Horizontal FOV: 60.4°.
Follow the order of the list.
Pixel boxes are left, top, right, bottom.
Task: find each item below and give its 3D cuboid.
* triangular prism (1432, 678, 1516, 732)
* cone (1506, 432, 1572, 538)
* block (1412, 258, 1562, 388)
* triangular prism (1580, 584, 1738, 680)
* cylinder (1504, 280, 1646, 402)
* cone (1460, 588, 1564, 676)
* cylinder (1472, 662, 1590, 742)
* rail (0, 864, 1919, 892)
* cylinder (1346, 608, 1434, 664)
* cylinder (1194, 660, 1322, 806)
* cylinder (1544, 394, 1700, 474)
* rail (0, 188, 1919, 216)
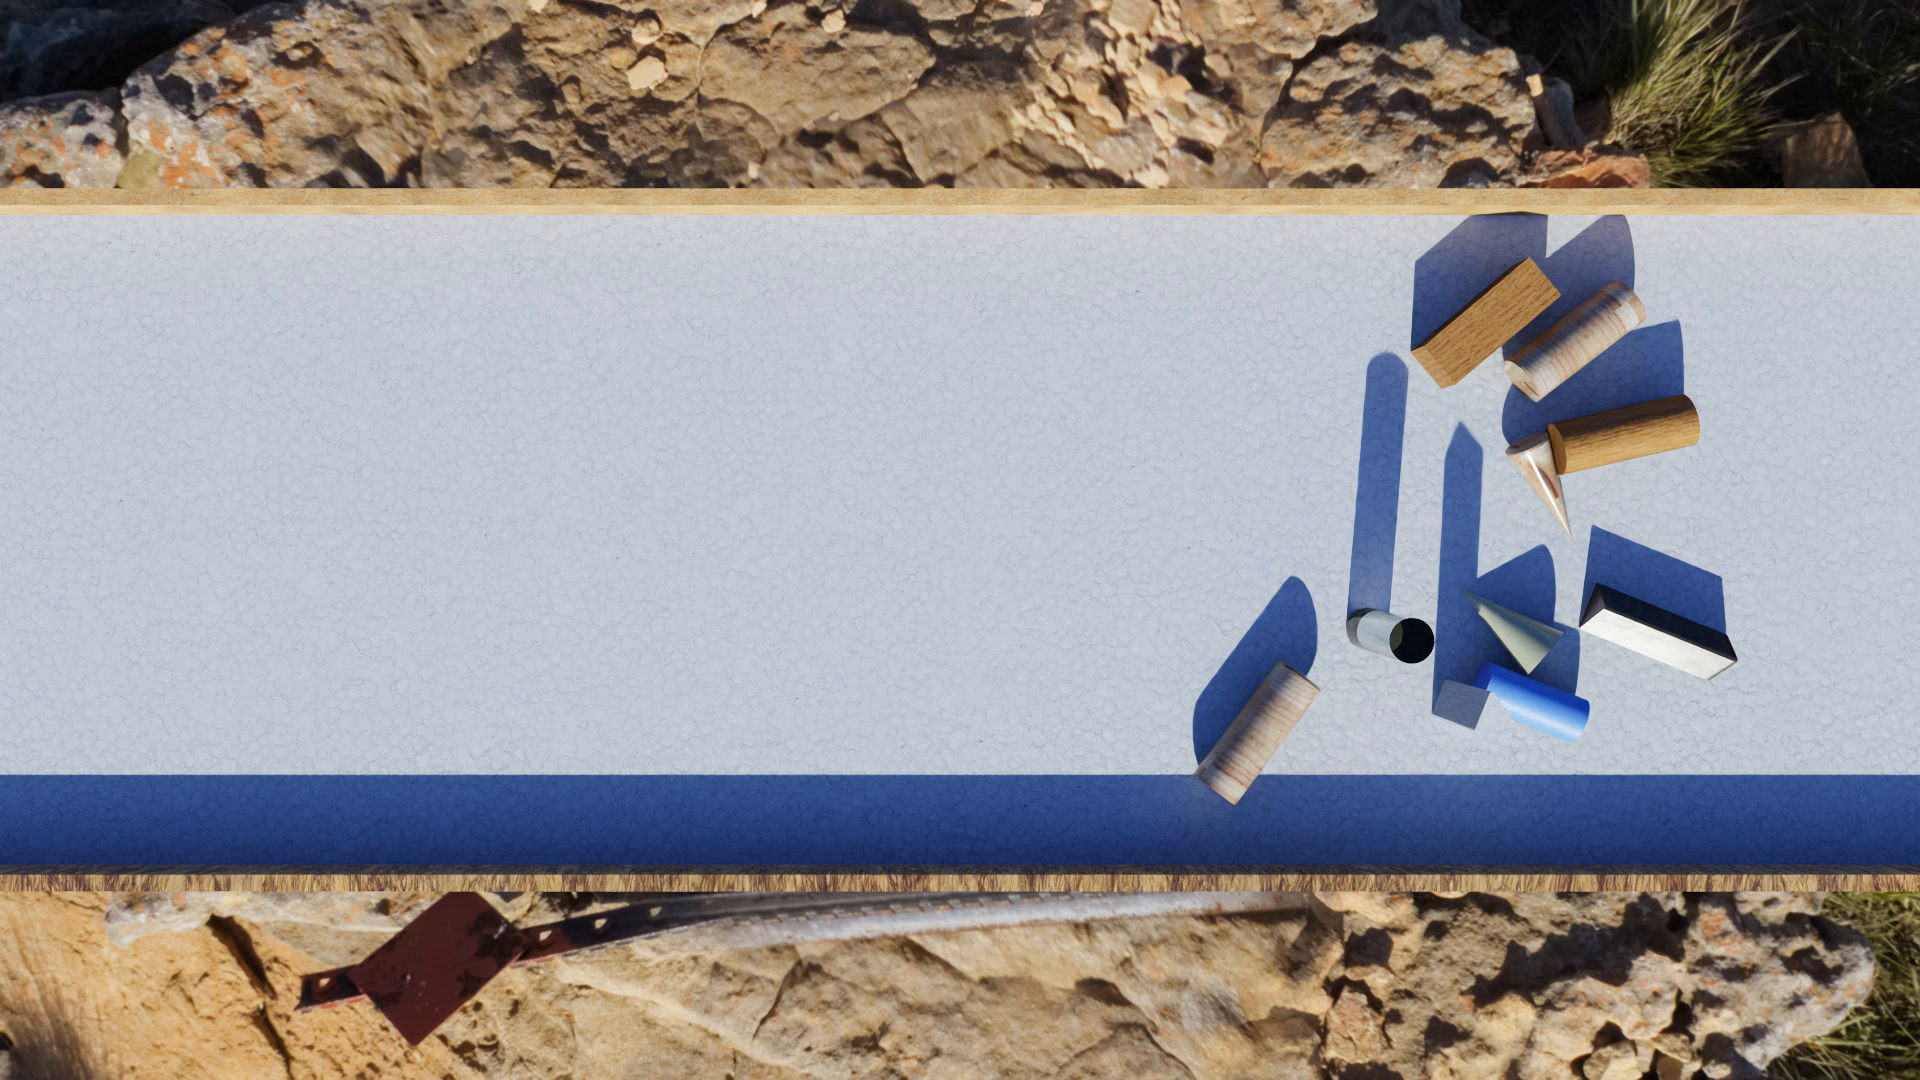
[{"bbox_3d":[1.505,0.479,4.863,0.120,0.427,0.104,-7,90,0],"label":"triangular prism"},{"bbox_3d":[1.804,-0.145,5.043,0.136,0.136,0.348,-29,101,0],"label":"cone"},{"bbox_3d":[1.591,-0.655,5.002,0.413,0.149,0.149,-40,90,0],"label":"block"},{"bbox_3d":[2.131,0.282,5.008,0.430,0.129,0.149,22,90,0],"label":"triangular prism"},{"bbox_3d":[1.862,-0.603,4.999,0.403,0.156,0.156,-37,90,0],"label":"cylinder"},{"bbox_3d":[1.652,0.245,5.035,0.322,0.170,0.170,40,90,15],"label":"cone"},{"bbox_3d":[1.729,0.491,5.007,0.316,0.140,0.140,22,90,0],"label":"cylinder"},{"bbox_3d":[-2.247,1.025,5.001,12.000,0.150,0.050,0,90,0],"label":"rail"},{"bbox_3d":[1.263,0.279,4.861,0.130,0.423,0.130,0,91,-3],"label":"cylinder"},{"bbox_3d":[0.901,0.582,4.998,0.157,0.157,0.434,37,90,0],"label":"cylinder"},{"bbox_3d":[2.003,-0.319,4.997,0.409,0.160,0.160,-13,90,0],"label":"cylinder"},{"bbox_3d":[-2.247,-1.025,5.002,12.000,0.150,0.050,0,90,0],"label":"rail"}]
